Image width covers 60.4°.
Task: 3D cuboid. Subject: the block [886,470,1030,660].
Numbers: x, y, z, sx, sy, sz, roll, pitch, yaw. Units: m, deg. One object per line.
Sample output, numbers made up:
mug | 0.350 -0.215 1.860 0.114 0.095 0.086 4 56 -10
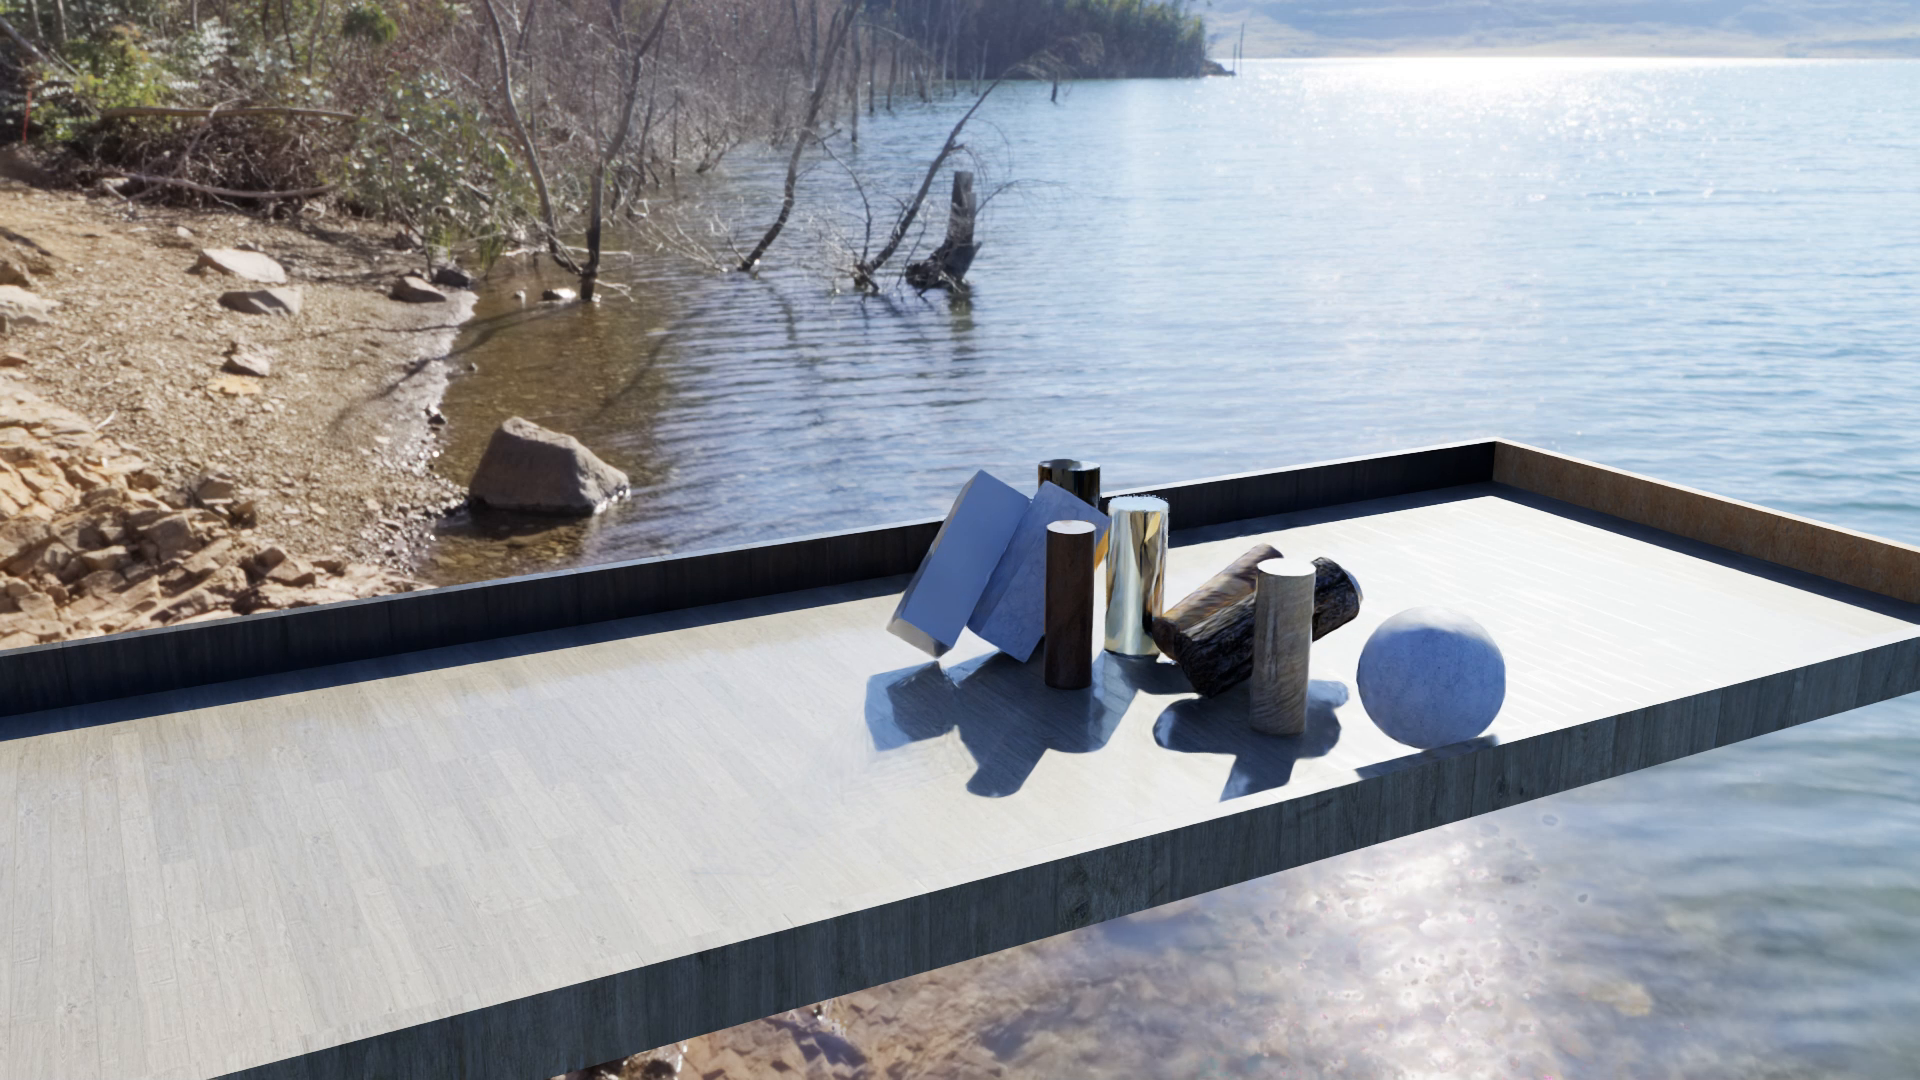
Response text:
block | -0.004 0.063 4.291 0.157 0.459 0.157 31 -20 -7

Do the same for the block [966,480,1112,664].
block | 0.195 0.080 4.281 0.155 0.434 0.155 31 1 -23

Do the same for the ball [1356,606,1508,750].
ball | 0.997 0.293 3.493 0.307 0.307 0.307 0 16 0

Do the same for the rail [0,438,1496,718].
rail | -3.305 0.497 3.399 12.000 0.150 0.050 -9 18 -27

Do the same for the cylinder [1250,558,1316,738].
cylinder | 0.744 0.249 3.813 0.131 0.391 0.131 0 16 0

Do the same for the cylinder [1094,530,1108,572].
cylinder | 0.288 0.082 4.439 0.134 0.343 0.134 31 0 0

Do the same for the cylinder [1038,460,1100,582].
cylinder | 0.297 -0.005 4.609 0.173 0.417 0.173 2 12 0

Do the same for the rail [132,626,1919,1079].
rail | -2.336 1.006 1.665 12.000 0.150 0.050 -9 18 -27

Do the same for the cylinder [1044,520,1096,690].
cylinder | 0.272 0.162 4.087 0.119 0.404 0.119 0 16 0

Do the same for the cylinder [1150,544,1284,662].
cylinder | 0.688 0.163 4.339 0.404 0.130 0.130 -33 32 -28

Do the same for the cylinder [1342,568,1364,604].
cylinder | 0.833 0.210 4.219 0.415 0.107 0.107 -26 24 -16

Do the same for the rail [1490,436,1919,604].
rail | 2.466 -0.048 5.253 0.050 0.150 2.100 -9 18 -27

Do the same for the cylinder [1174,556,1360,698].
cylinder | 0.753 0.213 4.053 0.430 0.177 0.177 -26 24 -16

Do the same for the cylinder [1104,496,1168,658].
cylinder | 0.461 0.096 4.320 0.154 0.398 0.154 0 16 0
